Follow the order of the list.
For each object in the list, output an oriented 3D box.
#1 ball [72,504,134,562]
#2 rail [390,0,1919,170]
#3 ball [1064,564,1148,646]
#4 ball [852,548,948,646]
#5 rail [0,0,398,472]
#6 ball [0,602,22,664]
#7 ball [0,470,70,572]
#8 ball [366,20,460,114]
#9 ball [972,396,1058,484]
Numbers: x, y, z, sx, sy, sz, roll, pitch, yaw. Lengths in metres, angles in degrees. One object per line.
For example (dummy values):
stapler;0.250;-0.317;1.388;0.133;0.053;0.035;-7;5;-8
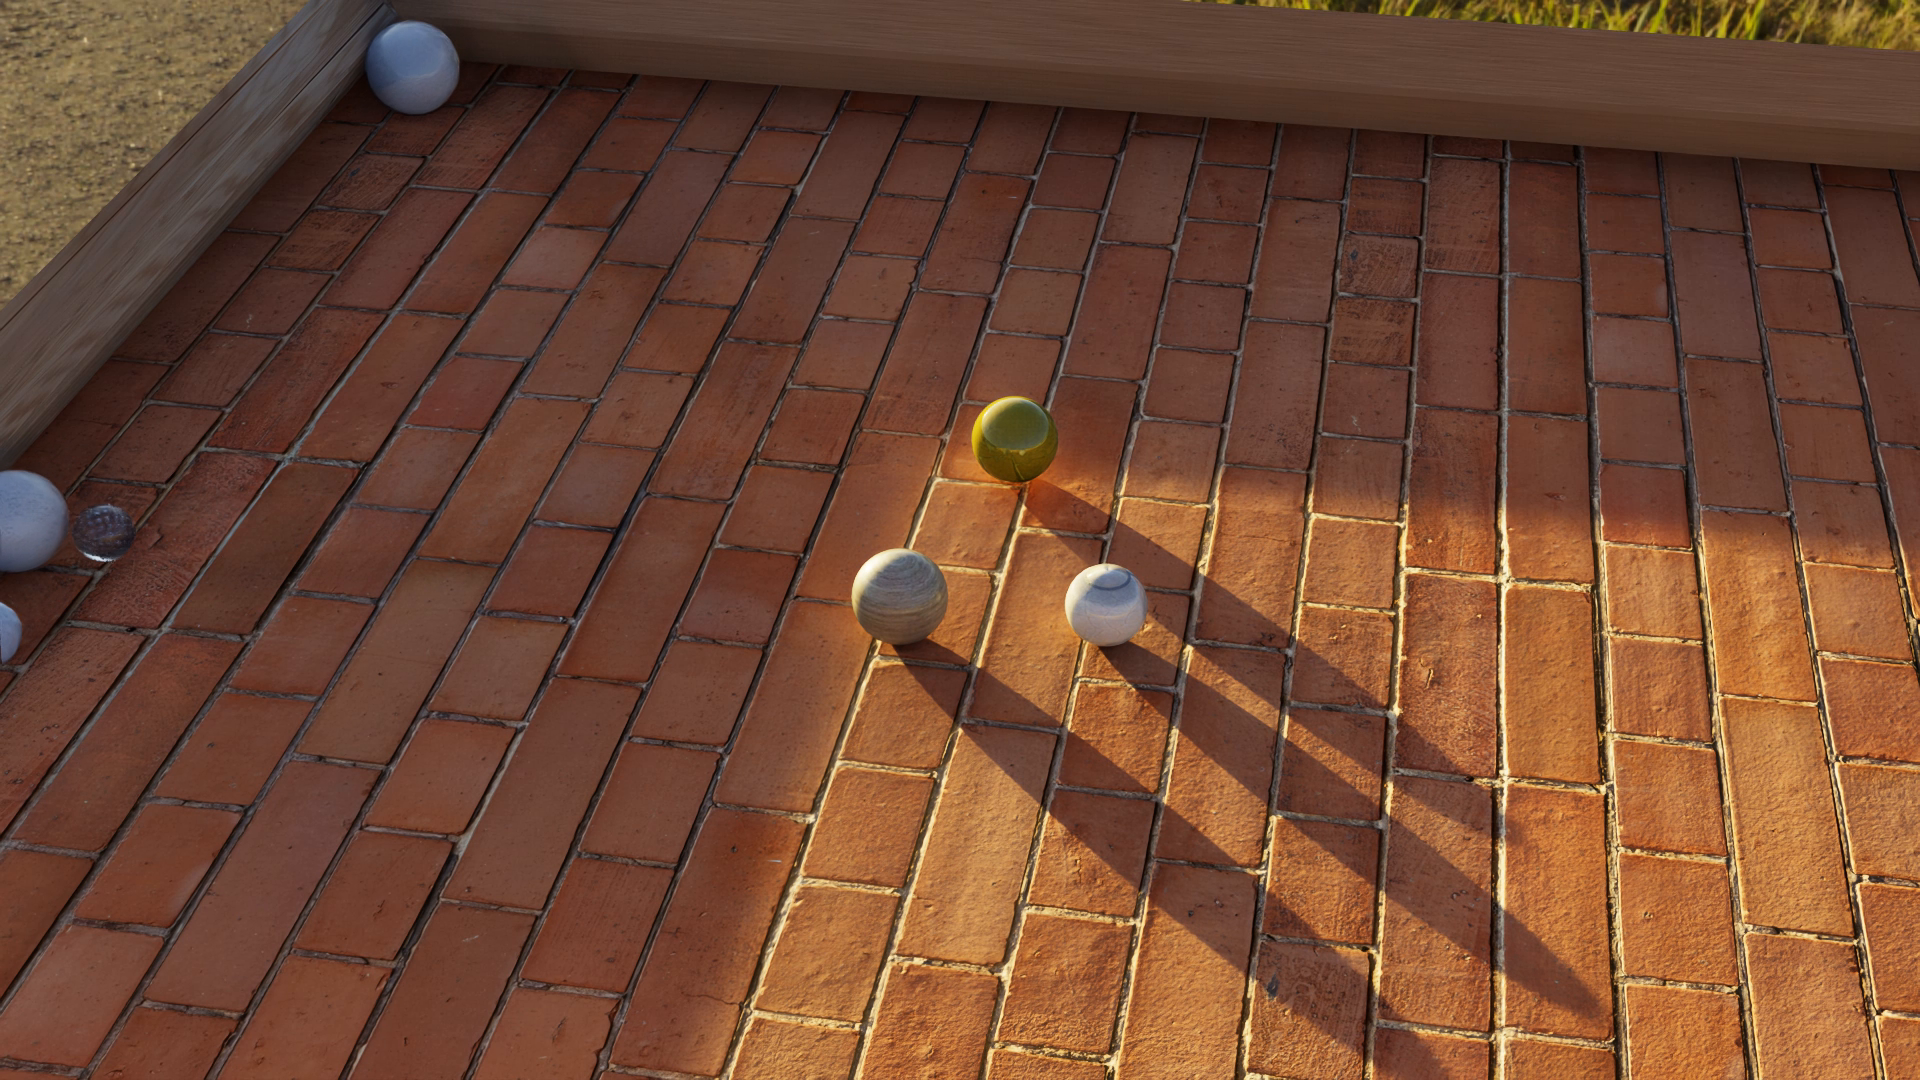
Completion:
ball;-0.671;-0.006;2.010;0.046;0.046;0.046;0;34;0
rail;0.942;-0.415;2.537;3.221;0.125;0.045;6;35;8
ball;0.109;0.049;1.915;0.062;0.062;0.062;0;34;0
ball;-0.045;0.042;1.915;0.072;0.072;0.072;0;34;0
rail;-0.769;-0.104;2.082;0.045;0.125;1.737;6;35;8
ball;-0.719;0.069;1.898;0.048;0.048;0.048;0;34;0
ball;-0.734;-0.015;1.994;0.079;0.079;0.079;0;34;0
ball;-0.571;-0.494;2.680;0.096;0.096;0.096;0;34;0
ball;0.045;-0.082;2.099;0.071;0.071;0.071;0;34;0
